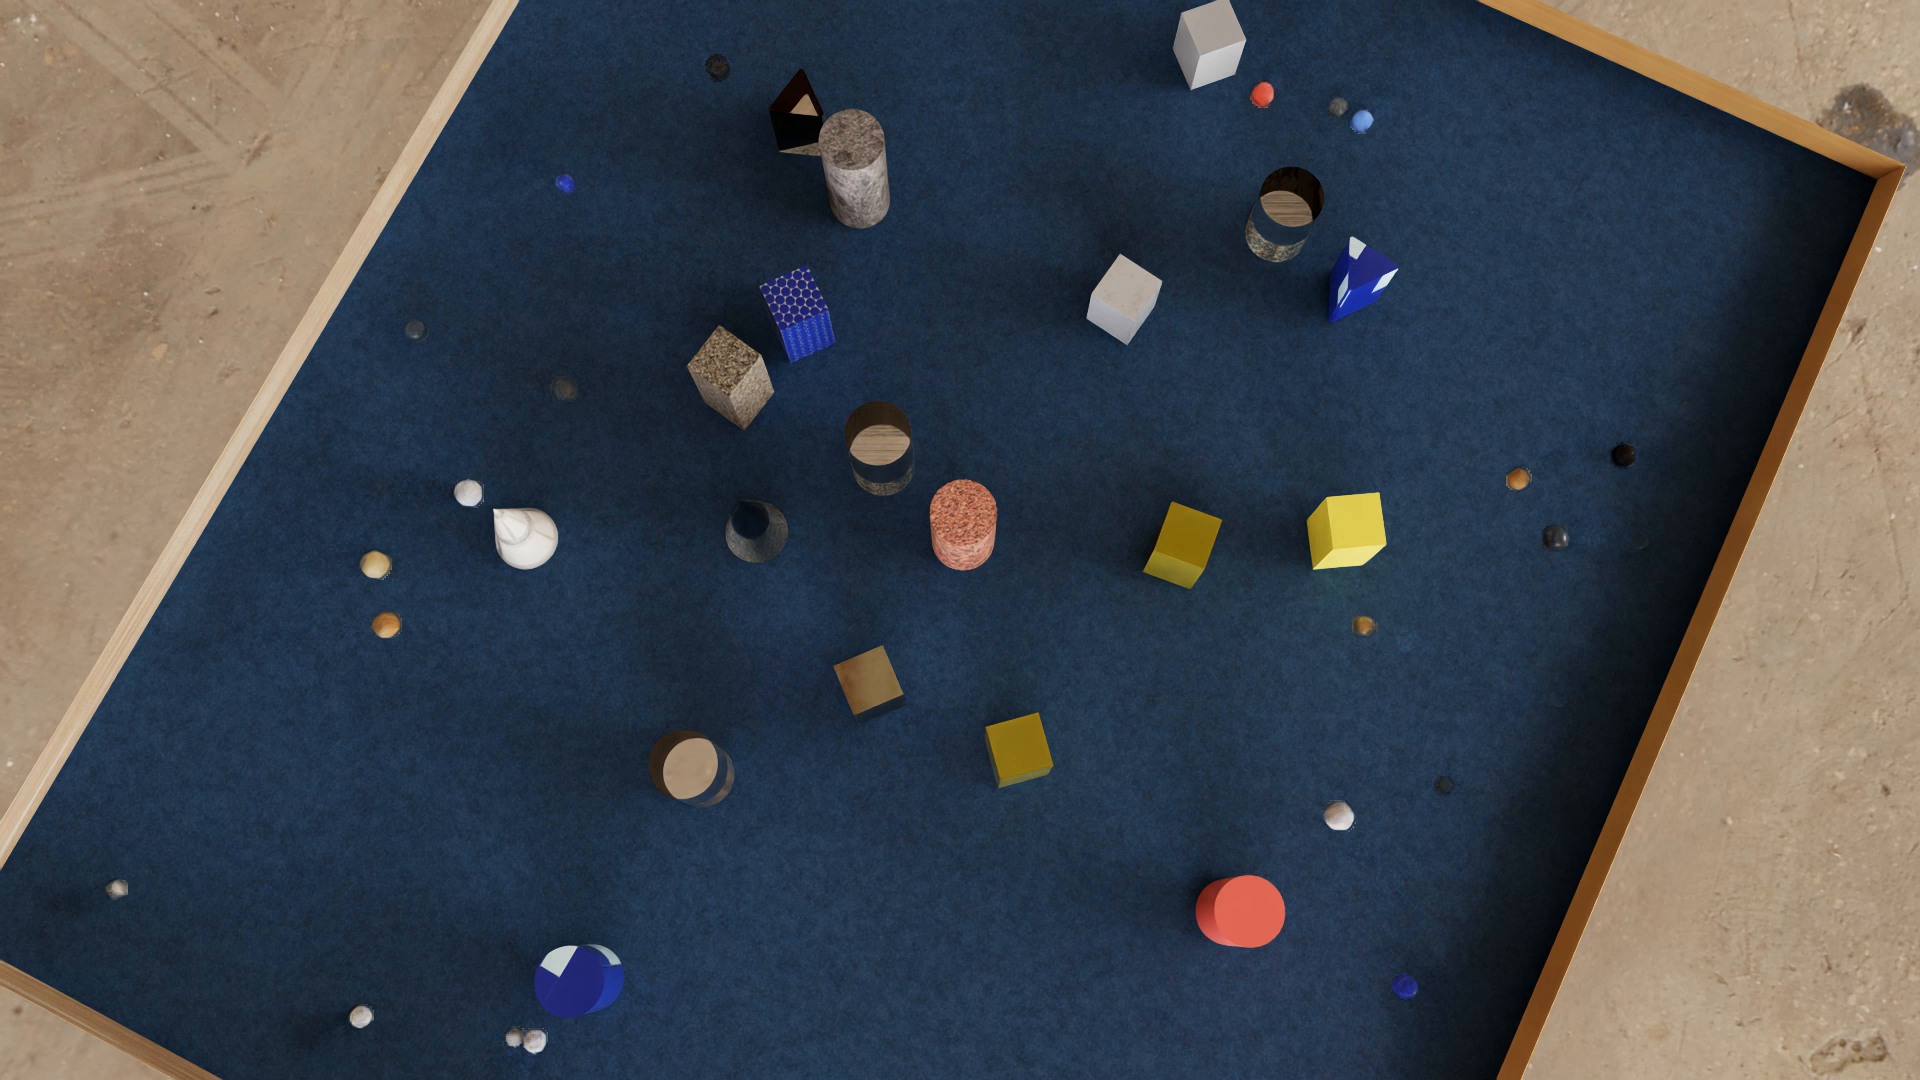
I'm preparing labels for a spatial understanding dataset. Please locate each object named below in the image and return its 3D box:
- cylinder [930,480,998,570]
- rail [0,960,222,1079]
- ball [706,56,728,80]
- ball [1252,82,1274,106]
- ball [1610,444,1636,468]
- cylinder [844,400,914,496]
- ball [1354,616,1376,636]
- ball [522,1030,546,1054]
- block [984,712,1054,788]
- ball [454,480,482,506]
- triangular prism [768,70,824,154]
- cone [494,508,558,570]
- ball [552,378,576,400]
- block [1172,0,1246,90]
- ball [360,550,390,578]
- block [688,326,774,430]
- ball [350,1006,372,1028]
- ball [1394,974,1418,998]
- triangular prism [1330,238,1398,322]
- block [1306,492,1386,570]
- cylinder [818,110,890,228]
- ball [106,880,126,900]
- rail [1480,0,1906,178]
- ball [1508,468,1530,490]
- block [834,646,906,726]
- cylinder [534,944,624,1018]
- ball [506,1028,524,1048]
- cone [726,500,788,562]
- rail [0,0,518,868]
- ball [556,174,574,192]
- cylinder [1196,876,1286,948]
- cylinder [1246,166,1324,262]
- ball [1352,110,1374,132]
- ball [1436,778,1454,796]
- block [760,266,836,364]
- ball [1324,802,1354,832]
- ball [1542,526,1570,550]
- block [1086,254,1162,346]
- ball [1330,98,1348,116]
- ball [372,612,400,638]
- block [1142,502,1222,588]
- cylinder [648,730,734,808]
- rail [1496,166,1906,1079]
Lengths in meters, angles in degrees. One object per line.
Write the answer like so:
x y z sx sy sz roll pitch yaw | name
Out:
0.010 -0.041 5.429 0.194 0.384 0.194 0 78 0 | cylinder
-1.058 2.079 5.121 4.233 0.126 0.045 26 80 5 | rail
-0.779 -1.518 5.895 0.070 0.070 0.070 0 78 0 | ball
0.973 -1.430 5.876 0.071 0.071 0.071 0 78 0 | ball
2.040 -0.261 5.632 0.075 0.075 0.075 0 78 0 | ball
-0.237 -0.270 5.475 0.194 0.386 0.194 0 78 0 | cylinder
1.220 0.260 5.530 0.065 0.065 0.065 0 78 0 | ball
-1.226 1.446 5.283 0.067 0.067 0.067 0 78 0 | ball
0.167 0.613 5.316 0.155 0.341 0.155 -15 79 -3 | block
-1.503 -0.144 5.603 0.085 0.085 0.085 0 78 0 | ball
-0.491 -1.341 5.738 0.168 0.305 0.145 6 78 1 | triangular prism
-1.328 -0.047 5.416 0.194 0.411 0.194 0 78 0 | cone
-1.225 -0.467 5.676 0.073 0.073 0.073 0 78 0 | ball
0.790 -1.575 5.820 0.155 0.240 0.155 -20 79 -4 | block
-1.775 0.075 5.558 0.084 0.084 0.084 0 78 0 | ball
-0.686 -0.483 5.520 0.155 0.386 0.155 36 81 7 | block
-1.734 1.379 5.300 0.061 0.061 0.061 0 78 0 | ball
1.292 1.295 5.313 0.069 0.069 0.069 0 78 0 | ball
1.205 -0.815 5.633 0.168 0.299 0.145 -25 79 -5 | triangular prism
1.148 -0.024 5.461 0.155 0.314 0.155 -5 78 -1 | block
-0.319 -1.131 5.615 0.194 0.461 0.194 0 78 0 | cylinder
-2.476 1.027 5.377 0.054 0.054 0.054 0 78 0 | ball
1.058 -2.065 5.979 4.233 0.126 0.045 26 80 5 | rail
1.714 -0.187 5.622 0.064 0.064 0.064 0 78 0 | ball
-0.263 0.429 5.386 0.155 0.278 0.155 -23 79 -5 | block
-1.077 1.248 5.201 0.194 0.307 0.194 0 78 0 | cylinder
-1.285 1.438 5.292 0.052 0.052 0.052 0 78 0 | ball
-0.624 -0.071 5.403 0.194 0.447 0.194 0 78 0 | cone
-1.872 -0.910 5.740 0.045 0.126 4.779 26 80 5 | rail
-1.255 -1.137 5.823 0.057 0.057 0.057 0 78 0 | ball
0.789 1.052 5.190 0.194 0.409 0.194 0 78 0 | cylinder
1.002 -1.005 5.671 0.194 0.301 0.194 0 78 0 | cylinder
1.287 -1.341 5.860 0.067 0.067 0.067 0 78 0 | ball
1.439 0.733 5.439 0.050 0.050 0.050 0 78 0 | ball
-0.493 -0.686 5.595 0.155 0.321 0.155 -25 79 -5 | block
1.118 0.815 5.404 0.086 0.086 0.086 0 78 0 | ball
1.814 -0.005 5.579 0.076 0.076 0.076 0 78 0 | ball
0.505 -0.739 5.650 0.155 0.234 0.155 34 80 7 | block
1.214 -1.390 5.875 0.057 0.057 0.057 0 78 0 | ball
-1.730 0.256 5.523 0.079 0.079 0.079 0 78 0 | ball
0.657 0.019 5.441 0.155 0.335 0.155 20 79 4 | block
-0.769 0.662 5.281 0.194 0.389 0.194 0 78 0 | cylinder
1.872 0.923 5.360 0.045 0.126 4.779 26 80 5 | rail
